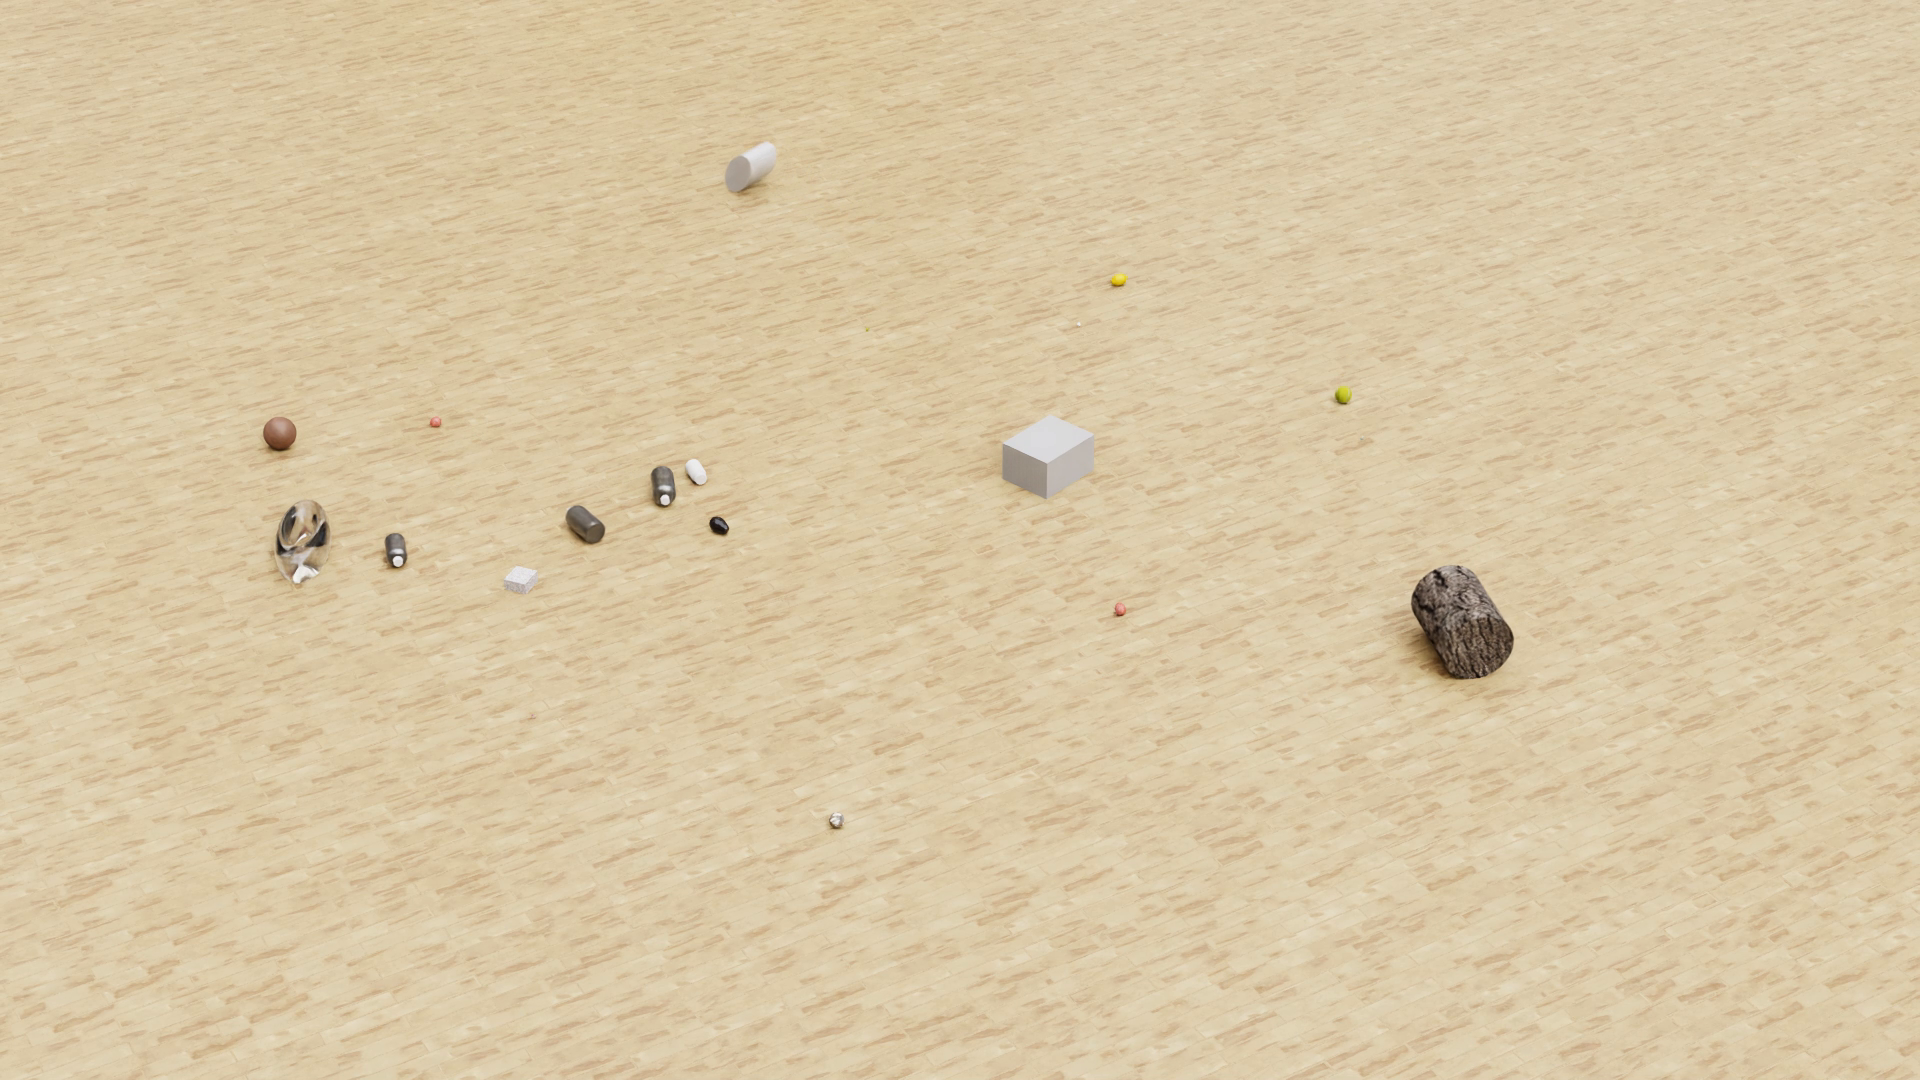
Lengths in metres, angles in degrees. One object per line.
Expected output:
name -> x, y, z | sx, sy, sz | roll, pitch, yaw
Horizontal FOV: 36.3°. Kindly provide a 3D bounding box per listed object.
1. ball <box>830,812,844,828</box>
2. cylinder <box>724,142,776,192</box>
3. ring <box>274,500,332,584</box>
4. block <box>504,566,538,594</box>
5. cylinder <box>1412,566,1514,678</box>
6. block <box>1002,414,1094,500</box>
ball -> -0.399, 0.909, 9.518 | 0.052, 0.052, 0.052 | 0, 33, 0
cylinder -> -0.952, -1.698, 13.340 | 0.127, 0.223, 0.179 | 47, 48, 7
ring -> -2.426, 0.003, 10.828 | 0.204, 0.127, 0.479 | -5, 33, -4
block -> -1.599, 0.146, 10.682 | 0.086, 0.045, 0.093 | 12, 35, 18
cylinder -> 1.759, 0.286, 10.274 | 0.259, 0.261, 0.329 | -22, 35, 0
block -> 0.340, -0.321, 11.285 | 0.223, 0.162, 0.283 | 26, 41, 34
